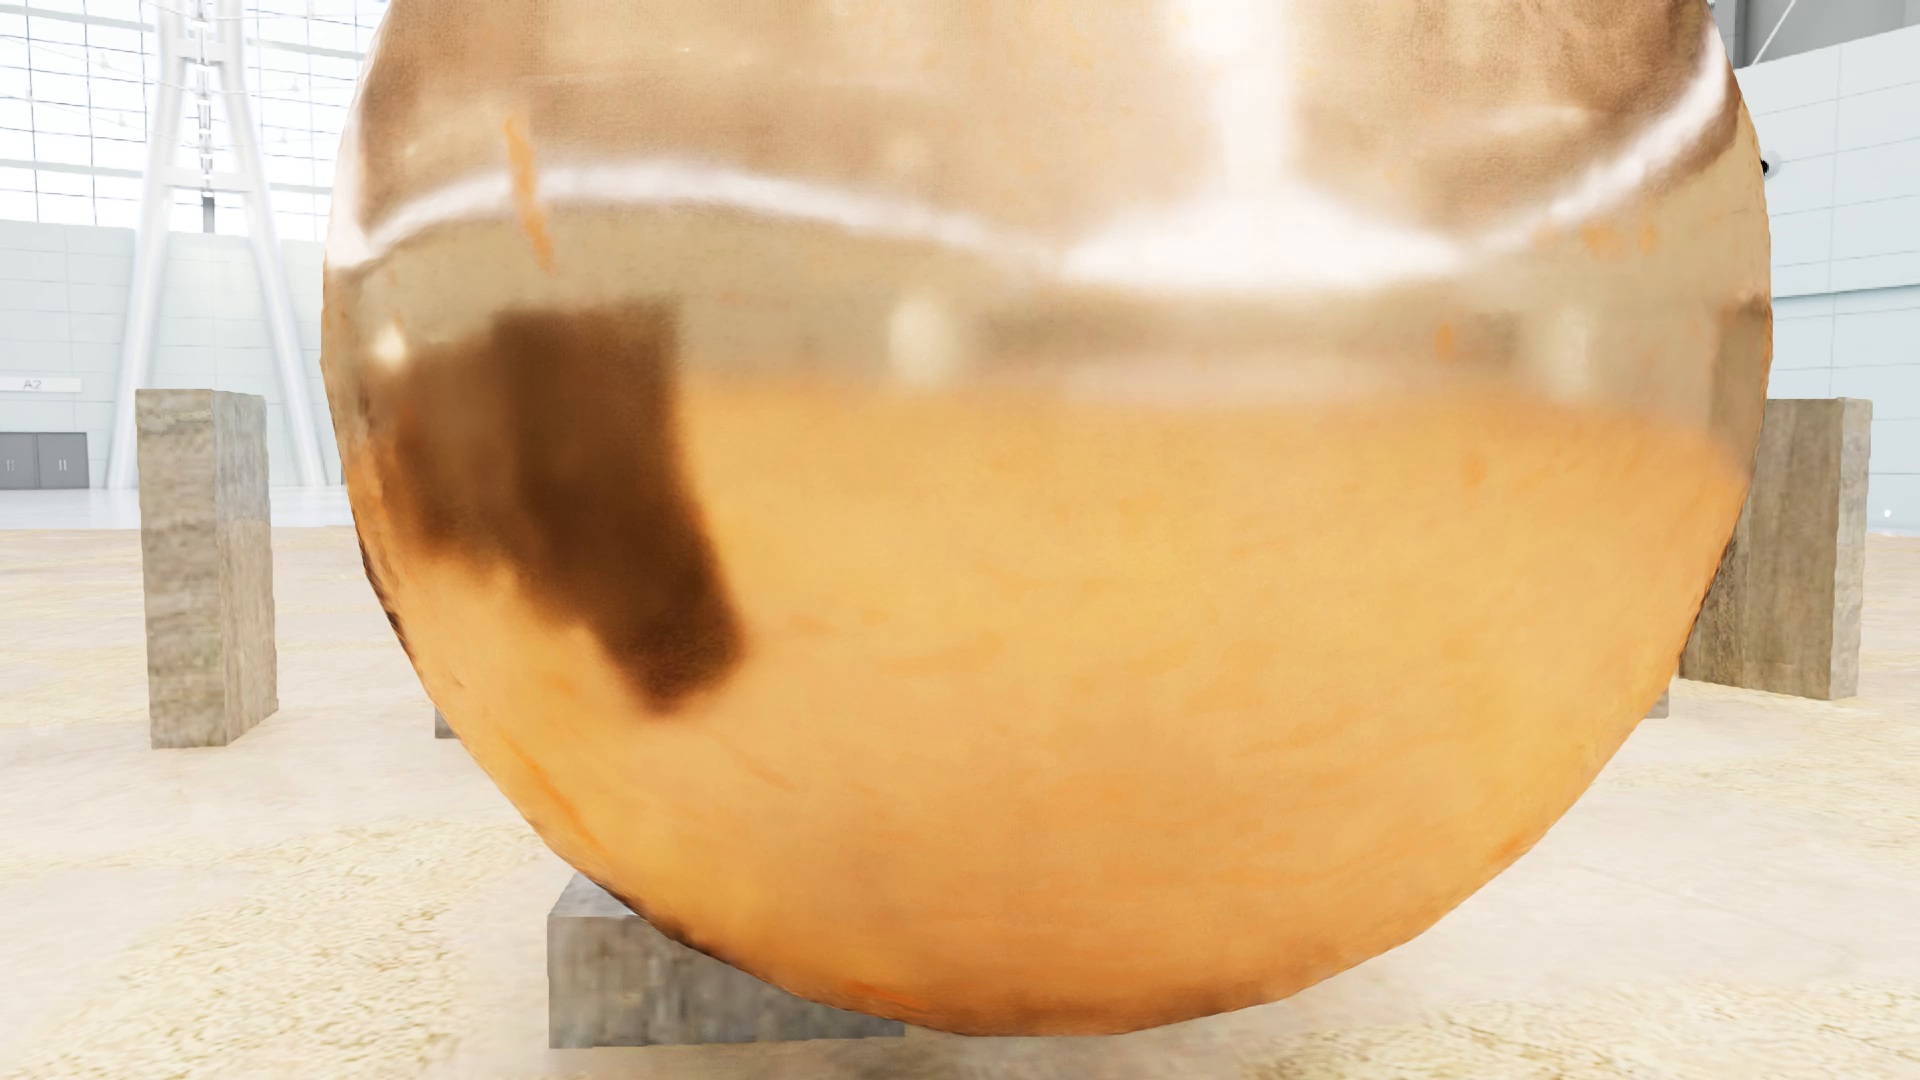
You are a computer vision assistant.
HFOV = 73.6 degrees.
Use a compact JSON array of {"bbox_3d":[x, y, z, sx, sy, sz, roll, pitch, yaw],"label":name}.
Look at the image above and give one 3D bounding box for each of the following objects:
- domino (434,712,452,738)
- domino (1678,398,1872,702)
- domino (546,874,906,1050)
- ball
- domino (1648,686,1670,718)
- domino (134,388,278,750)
[{"bbox_3d":[-0.073,0.003,0.197,0.010,0.050,0.025,-1,4,-7],"label":"domino"},{"bbox_3d":[0.141,0.001,0.223,0.009,0.050,0.025,-3,5,-31],"label":"domino"},{"bbox_3d":[-0.018,0.029,0.116,0.025,0.009,0.050,0,4,-5],"label":"domino"},{"bbox_3d":[0.004,-0.011,0.081,0.080,0.080,0.080,0,4,0],"label":"ball"},{"bbox_3d":[0.103,0.002,0.209,0.009,0.050,0.025,-1,4,-11],"label":"domino"},{"bbox_3d":[-0.111,0.003,0.190,0.009,0.050,0.025,-1,4,-13],"label":"domino"}]
